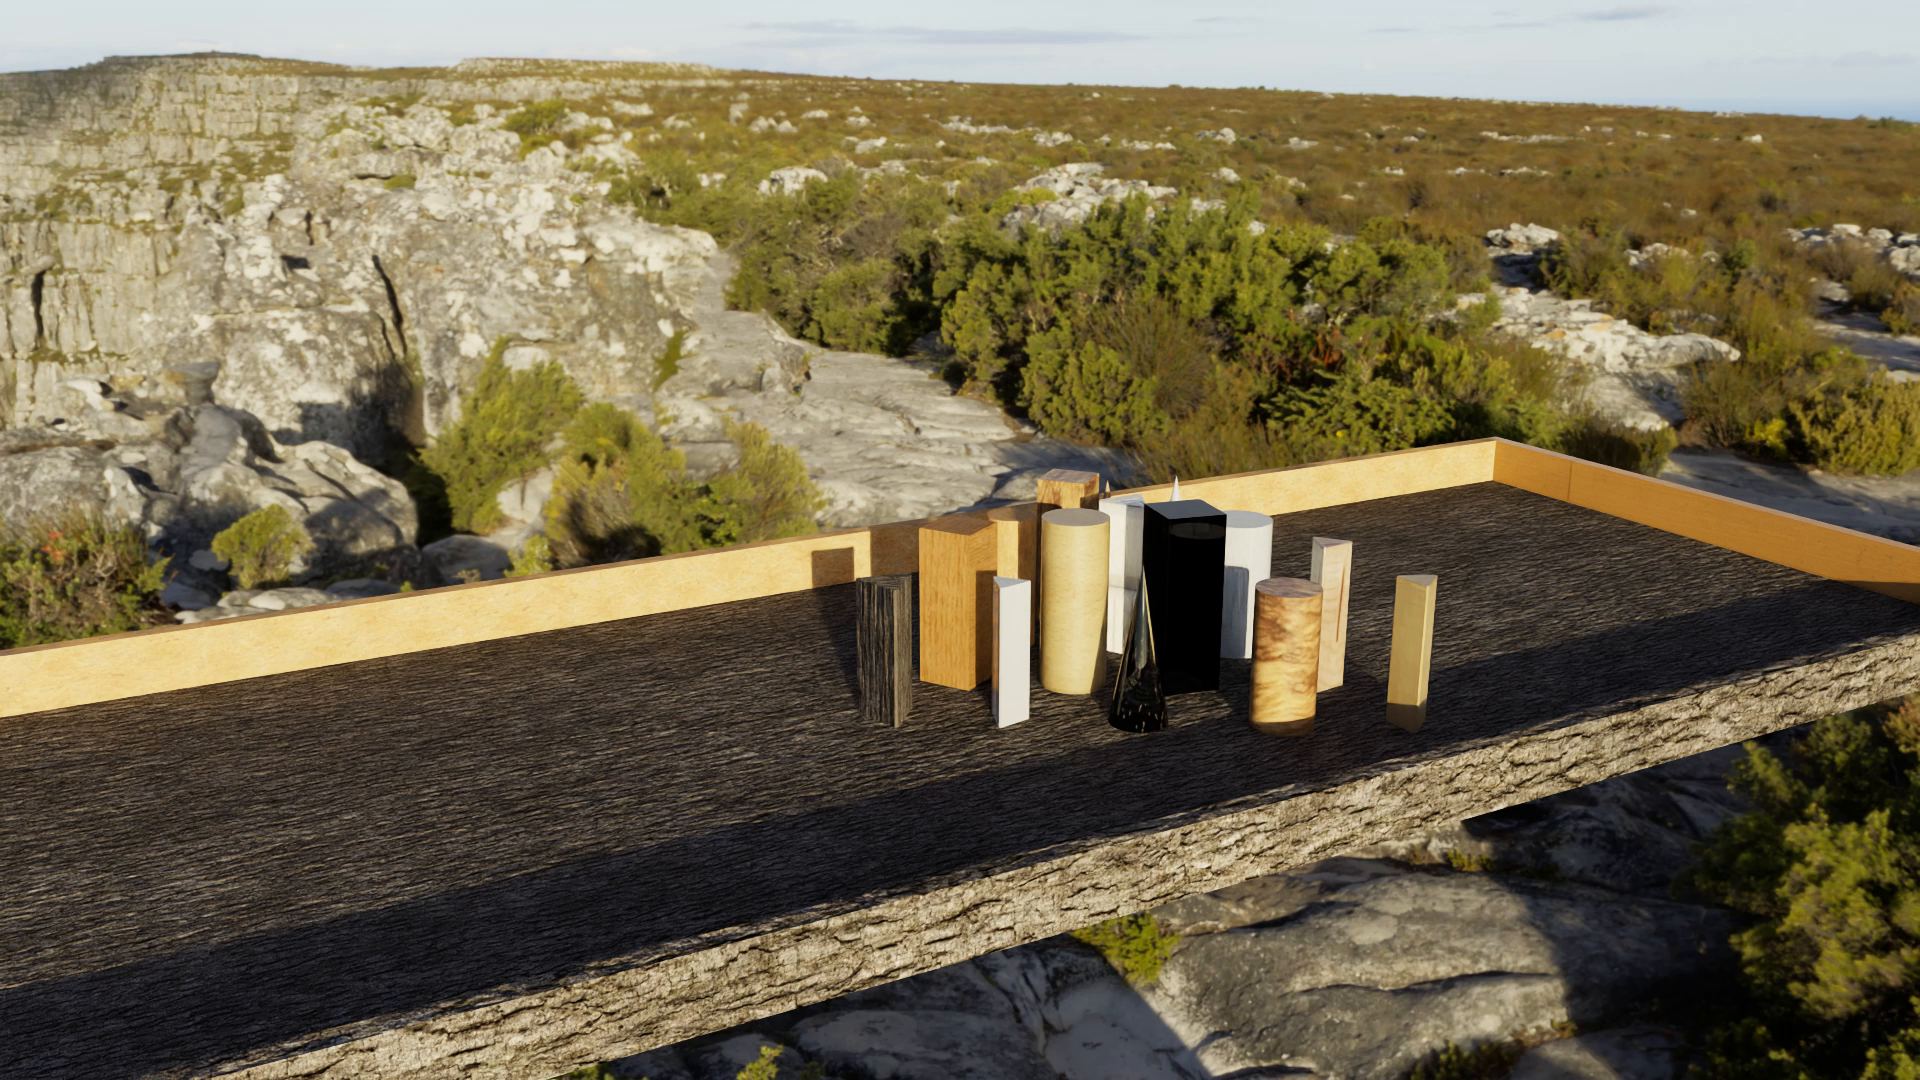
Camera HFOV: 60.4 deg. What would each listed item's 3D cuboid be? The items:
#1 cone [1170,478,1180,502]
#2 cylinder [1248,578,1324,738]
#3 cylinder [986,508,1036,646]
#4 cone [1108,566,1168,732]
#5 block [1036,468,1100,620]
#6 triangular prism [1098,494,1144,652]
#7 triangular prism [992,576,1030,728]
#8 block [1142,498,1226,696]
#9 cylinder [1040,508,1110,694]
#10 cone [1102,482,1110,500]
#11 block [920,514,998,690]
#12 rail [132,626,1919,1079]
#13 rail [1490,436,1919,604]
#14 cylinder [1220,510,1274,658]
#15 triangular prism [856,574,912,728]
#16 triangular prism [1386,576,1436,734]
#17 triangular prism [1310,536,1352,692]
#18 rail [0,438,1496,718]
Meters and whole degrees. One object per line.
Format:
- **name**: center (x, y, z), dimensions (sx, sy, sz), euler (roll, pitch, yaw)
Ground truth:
- **cone**: center (0.595, 0.016, 4.587), dimensions (0.172, 0.403, 0.172), euler (0, 16, 0)
- **cylinder**: center (0.755, 0.272, 3.830), dimensions (0.154, 0.339, 0.154), euler (0, 16, 0)
- **cylinder**: center (0.136, 0.103, 4.378), dimensions (0.132, 0.353, 0.132), euler (0, 16, 0)
- **cone**: center (0.421, 0.241, 3.844), dimensions (0.143, 0.389, 0.143), euler (0, 16, 0)
- **block**: center (0.298, 0.019, 4.576), dimensions (0.133, 0.404, 0.133), euler (7, 18, 21)
- **triangular prism**: center (0.444, 0.087, 4.336), dimensions (0.130, 0.406, 0.113), euler (10, 19, 30)
- **triangular prism**: center (0.103, 0.258, 3.867), dimensions (0.091, 0.343, 0.079), euler (-13, 21, -37)
- **block**: center (0.547, 0.141, 4.075), dimensions (0.151, 0.451, 0.151), euler (-5, 17, -16)
- **cylinder**: center (0.283, 0.150, 4.081), dimensions (0.168, 0.430, 0.168), euler (0, 16, 0)
- **cone**: center (0.431, -0.023, 4.861), dimensions (0.133, 0.322, 0.133), euler (0, 16, 0)
- **block**: center (-0.004, 0.154, 4.120), dimensions (0.141, 0.400, 0.141), euler (9, 19, 29)
- **rail**: center (-2.336, 1.006, 1.665), dimensions (12.000, 0.150, 0.050), euler (-9, 18, -27)
- **rail**: center (2.466, -0.048, 5.253), dimensions (0.050, 0.150, 2.100), euler (-9, 18, -27)
- **cylinder**: center (0.725, 0.115, 4.336), dimensions (0.176, 0.353, 0.176), euler (0, 16, 0)
- **triangular prism**: center (-0.156, 0.253, 3.896), dimensions (0.131, 0.338, 0.114), euler (15, 22, 41)
- **triangular prism**: center (1.066, 0.259, 3.834), dimensions (0.080, 0.360, 0.093), euler (-10, 19, -32)
- **triangular prism**: center (0.894, 0.181, 4.078), dimensions (0.094, 0.373, 0.082), euler (-11, 20, -34)
- **rail**: center (-3.305, 0.497, 3.399), dimensions (12.000, 0.150, 0.050), euler (-9, 18, -27)
